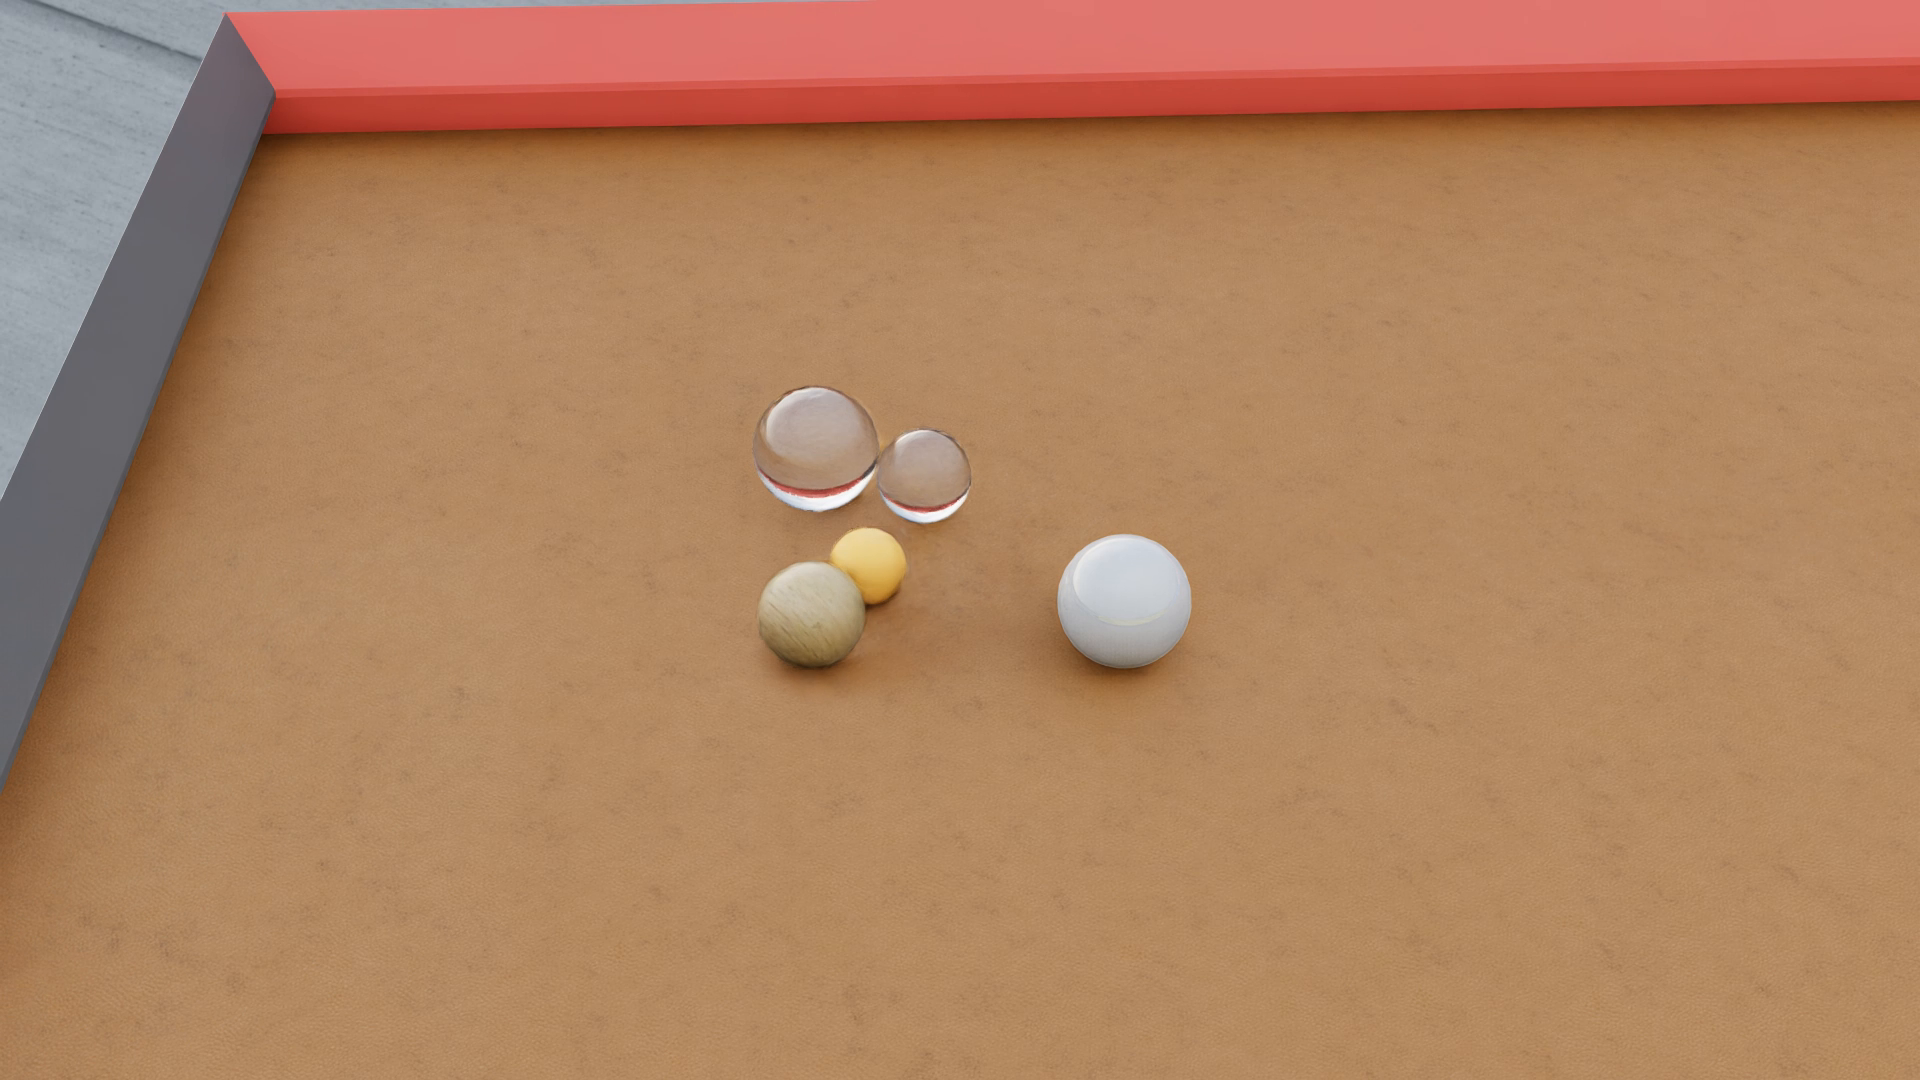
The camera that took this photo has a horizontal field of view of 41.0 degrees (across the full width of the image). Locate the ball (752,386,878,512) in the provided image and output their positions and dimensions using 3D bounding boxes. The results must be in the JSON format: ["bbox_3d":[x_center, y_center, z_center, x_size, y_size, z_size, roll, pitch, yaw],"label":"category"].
[{"bbox_3d":[-0.106,-0.067,1.888,0.093,0.093,0.093,0,35,0],"label":"ball"}]

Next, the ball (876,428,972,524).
[{"bbox_3d":[-0.026,-0.047,1.879,0.070,0.070,0.070,0,35,0],"label":"ball"}]

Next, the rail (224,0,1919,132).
[{"bbox_3d":[0.606,-0.454,2.411,2.561,0.121,0.045,-2,35,-2],"label":"rail"}]

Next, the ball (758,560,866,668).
[{"bbox_3d":[-0.100,0.050,1.739,0.073,0.073,0.073,0,35,0],"label":"ball"}]

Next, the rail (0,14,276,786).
[{"bbox_3d":[-0.616,-0.002,1.770,0.045,0.121,1.503,-2,35,-2],"label":"rail"}]

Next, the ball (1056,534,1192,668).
[{"bbox_3d":[0.111,0.041,1.736,0.091,0.091,0.091,0,35,0],"label":"ball"}]

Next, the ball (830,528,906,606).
[{"bbox_3d":[-0.065,0.019,1.800,0.054,0.054,0.054,0,35,0],"label":"ball"}]
